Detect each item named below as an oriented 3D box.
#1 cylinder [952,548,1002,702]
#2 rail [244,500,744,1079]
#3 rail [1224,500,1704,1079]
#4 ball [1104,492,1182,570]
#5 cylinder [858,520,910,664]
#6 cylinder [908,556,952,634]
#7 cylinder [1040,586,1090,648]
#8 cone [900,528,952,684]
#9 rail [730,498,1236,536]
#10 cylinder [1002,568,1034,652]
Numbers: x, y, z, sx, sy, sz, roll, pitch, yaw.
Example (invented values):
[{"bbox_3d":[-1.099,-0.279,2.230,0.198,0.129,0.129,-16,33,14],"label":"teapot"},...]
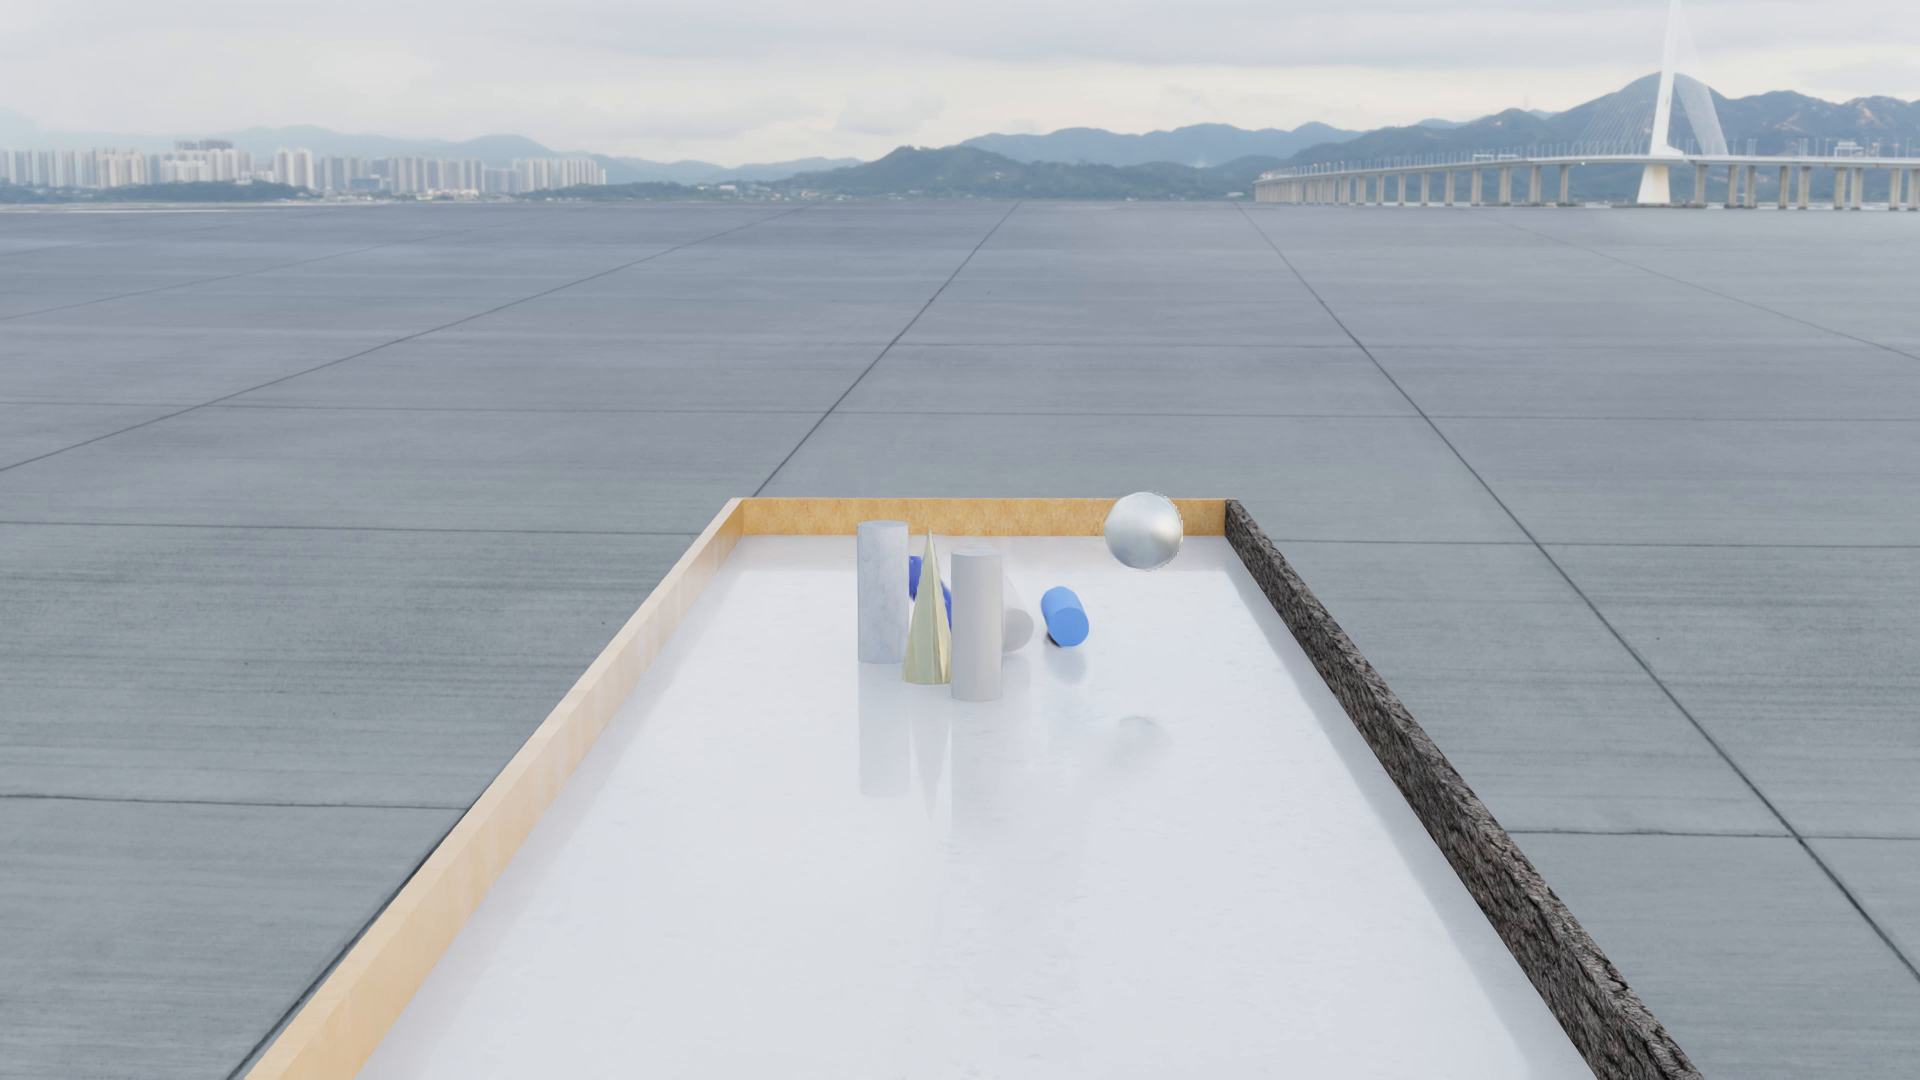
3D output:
[{"bbox_3d":[0.047,0.237,6.189,0.144,0.414,0.144,0,9,0],"label":"cylinder"},{"bbox_3d":[-1.004,0.839,3.234,0.050,0.150,12.000,0,9,1],"label":"rail"},{"bbox_3d":[1.046,0.843,3.208,0.050,0.150,12.000,0,9,1],"label":"rail"},{"bbox_3d":[0.573,-0.028,6.907,0.243,0.243,0.243,0,9,0],"label":"ball"},{"bbox_3d":[-0.233,0.157,6.687,0.156,0.416,0.156,0,9,0],"label":"cylinder"},{"bbox_3d":[-0.074,0.196,6.957,0.114,0.114,0.367,-6,35,-31],"label":"cylinder"},{"bbox_3d":[0.335,0.244,7.059,0.128,0.128,0.363,0,9,-2],"label":"cylinder"},{"bbox_3d":[-0.088,0.180,6.416,0.173,0.456,0.173,0,9,0],"label":"cone"},{"bbox_3d":[0.099,-0.098,9.147,2.100,0.150,0.050,0,9,1],"label":"rail"},{"bbox_3d":[0.110,0.197,6.949,0.152,0.152,0.373,-2,26,-14],"label":"cylinder"}]
